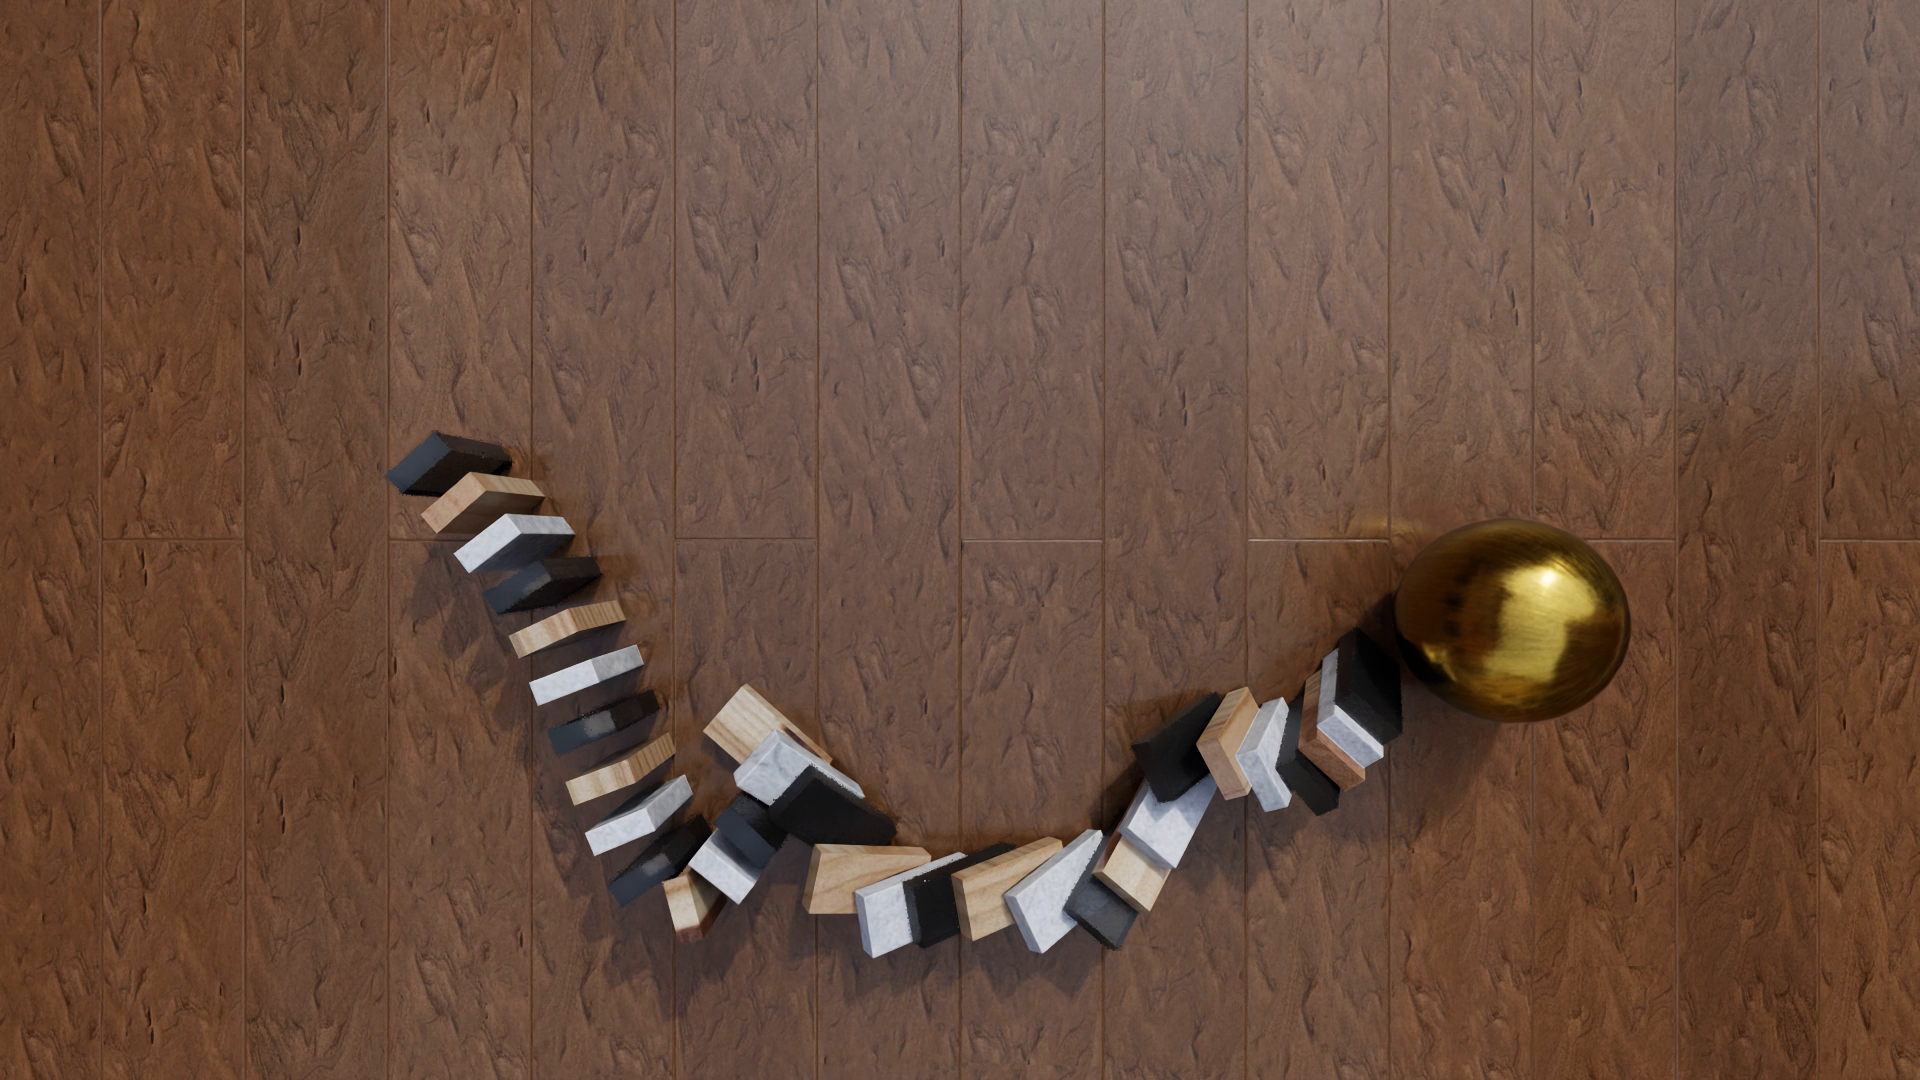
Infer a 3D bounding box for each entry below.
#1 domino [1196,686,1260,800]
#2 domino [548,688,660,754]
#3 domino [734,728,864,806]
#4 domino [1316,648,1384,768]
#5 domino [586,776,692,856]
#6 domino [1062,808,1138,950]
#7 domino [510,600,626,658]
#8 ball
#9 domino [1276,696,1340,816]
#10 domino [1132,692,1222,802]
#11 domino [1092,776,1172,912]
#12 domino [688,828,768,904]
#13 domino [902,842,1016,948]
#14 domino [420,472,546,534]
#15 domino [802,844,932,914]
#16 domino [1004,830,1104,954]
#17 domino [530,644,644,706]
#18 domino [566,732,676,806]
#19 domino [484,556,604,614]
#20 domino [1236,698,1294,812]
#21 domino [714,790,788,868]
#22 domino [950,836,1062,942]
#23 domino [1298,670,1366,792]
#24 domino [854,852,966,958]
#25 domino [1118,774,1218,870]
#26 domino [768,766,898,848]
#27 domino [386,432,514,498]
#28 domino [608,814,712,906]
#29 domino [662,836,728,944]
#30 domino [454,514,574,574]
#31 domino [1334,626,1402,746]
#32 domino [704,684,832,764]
[{"bbox_3d":[0.114,0.082,0.377,0.010,0.050,0.025,-28,90,34],"label":"domino"},{"bbox_3d":[-0.144,0.074,0.375,0.025,0.050,0.010,-20,90,0],"label":"domino"},{"bbox_3d":[-0.067,0.103,0.383,0.025,0.010,0.050,-48,120,-1],"label":"domino"},{"bbox_3d":[0.161,0.068,0.377,0.025,0.050,0.010,42,124,0],"label":"domino"},{"bbox_3d":[-0.130,0.112,0.375,0.025,0.050,0.010,-23,90,0],"label":"domino"},{"bbox_3d":[0.067,0.141,0.383,0.025,0.010,0.050,41,59,-2],"label":"domino"},{"bbox_3d":[-0.159,0.036,0.375,0.025,0.050,0.009,-25,90,0],"label":"domino"},{"bbox_3d":[0.214,0.031,0.360,0.080,0.080,0.080,0,90,0],"label":"ball"},{"bbox_3d":[0.145,0.087,0.377,0.025,0.050,0.010,49,125,-1],"label":"domino"},{"bbox_3d":[0.095,0.085,0.380,0.050,0.009,0.025,-22,84,-39],"label":"domino"},{"bbox_3d":[0.078,0.126,0.383,0.025,0.010,0.050,40,59,-2],"label":"domino"},{"bbox_3d":[-0.091,0.128,0.375,0.025,0.050,0.010,38,90,0],"label":"domino"},{"bbox_3d":[0.002,0.148,0.383,0.050,0.010,0.025,-11,92,-30],"label":"domino"},{"bbox_3d":[-0.194,-0.014,0.375,0.025,0.050,0.009,-41,90,0],"label":"domino"},{"bbox_3d":[-0.039,0.142,0.384,0.050,0.009,0.025,12,90,-27],"label":"domino"},{"bbox_3d":[0.044,0.146,0.383,0.050,0.009,0.025,-26,90,-33],"label":"domino"},{"bbox_3d":[-0.151,0.054,0.375,0.025,0.050,0.010,-21,90,0],"label":"domino"},{"bbox_3d":[-0.137,0.093,0.375,0.025,0.050,0.010,-20,90,0],"label":"domino"},{"bbox_3d":[-0.169,0.018,0.375,0.025,0.050,0.009,-33,90,0],"label":"domino"},{"bbox_3d":[0.129,0.087,0.377,0.010,0.050,0.025,-28,90,34],"label":"domino"},{"bbox_3d":[-0.082,0.114,0.375,0.025,0.050,0.009,45,91,0],"label":"domino"},{"bbox_3d":[0.022,0.145,0.383,0.050,0.010,0.025,-10,90,-30],"label":"domino"},{"bbox_3d":[0.154,0.077,0.377,0.025,0.050,0.010,42,124,0],"label":"domino"},{"bbox_3d":[-0.018,0.152,0.383,0.050,0.010,0.025,-10,93,-30],"label":"domino"},{"bbox_3d":[0.089,0.109,0.383,0.025,0.009,0.050,40,59,0],"label":"domino"},{"bbox_3d":[-0.053,0.118,0.383,0.025,0.010,0.050,-47,120,0],"label":"domino"},{"bbox_3d":[-0.207,-0.029,0.375,0.025,0.050,0.010,-42,90,0],"label":"domino"},{"bbox_3d":[-0.121,0.130,0.375,0.025,0.050,0.009,-32,90,0],"label":"domino"},{"bbox_3d":[-0.106,0.141,0.375,0.009,0.050,0.025,-15,90,0],"label":"domino"},{"bbox_3d":[-0.181,0.001,0.375,0.025,0.050,0.009,-38,90,0],"label":"domino"},{"bbox_3d":[0.168,0.059,0.377,0.025,0.050,0.010,42,124,0],"label":"domino"},{"bbox_3d":[-0.083,0.088,0.395,0.050,0.010,0.025,41,90,0],"label":"domino"}]
